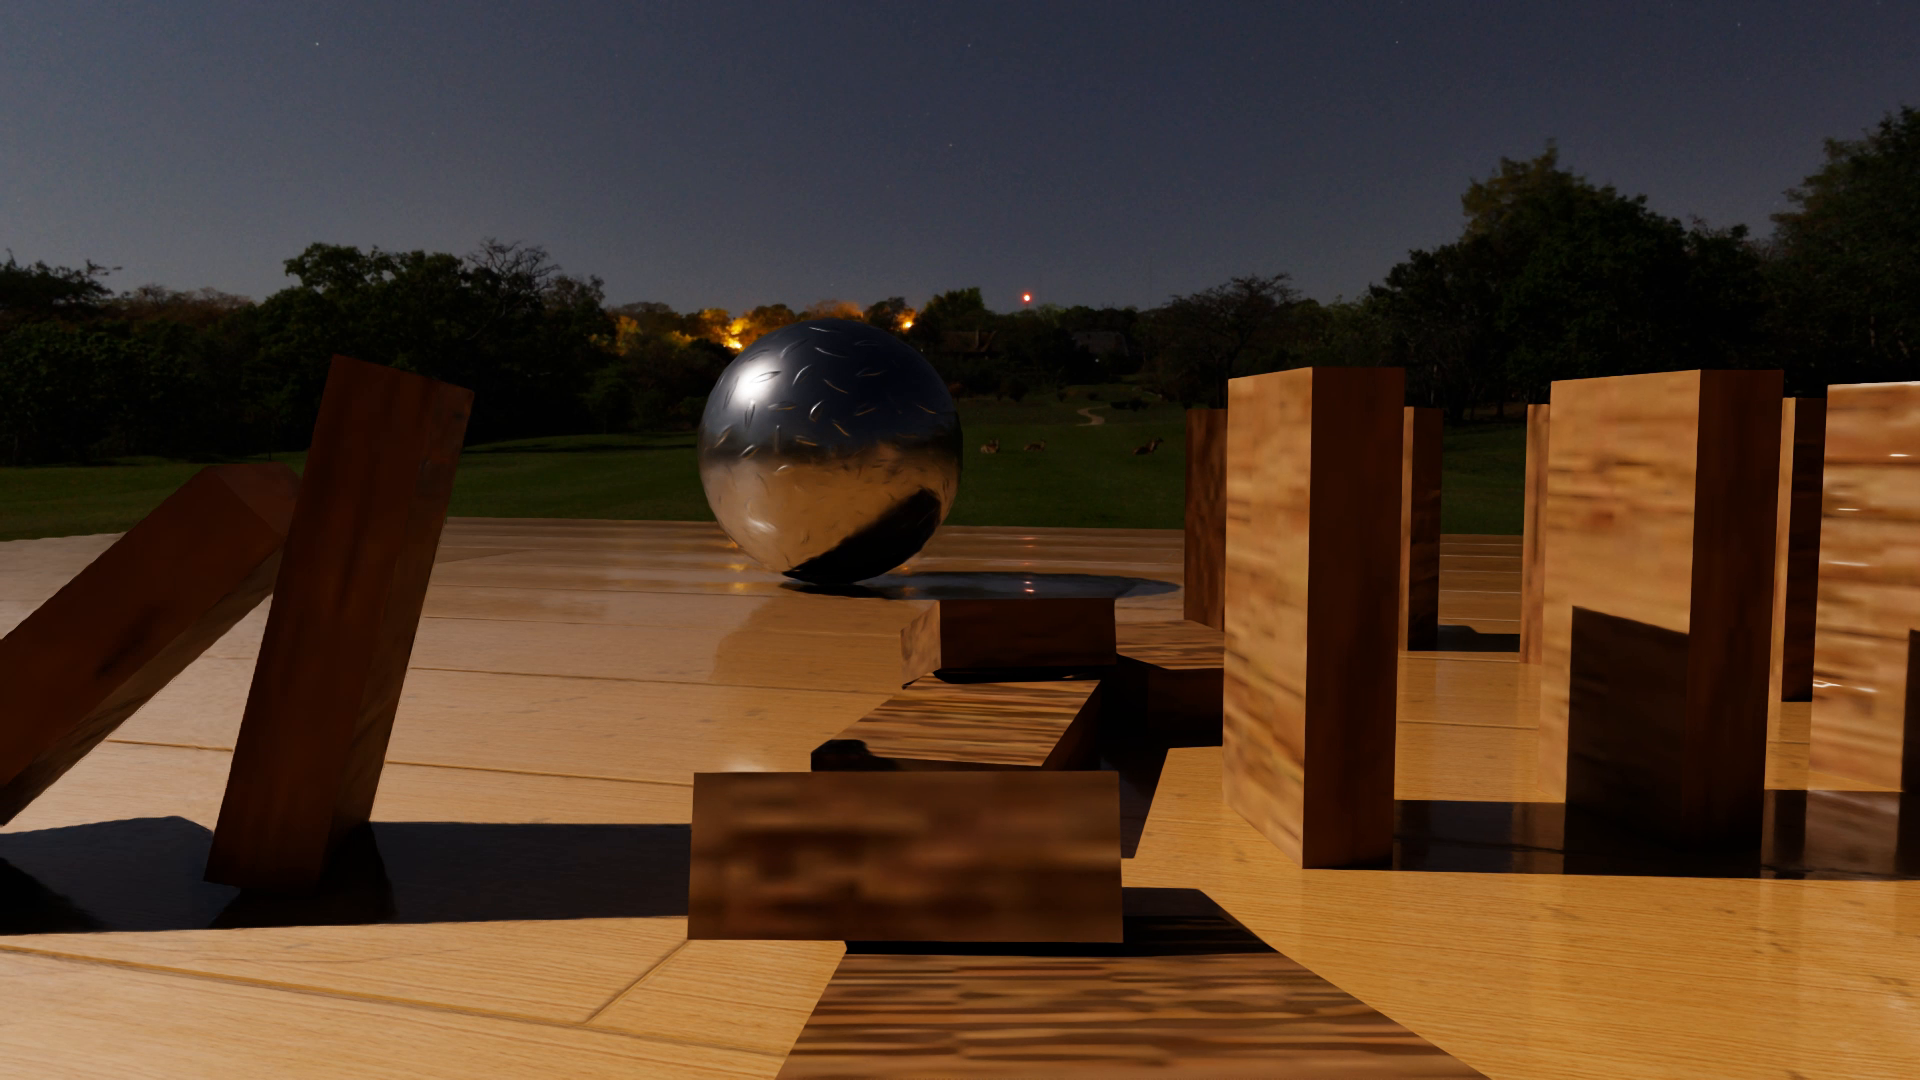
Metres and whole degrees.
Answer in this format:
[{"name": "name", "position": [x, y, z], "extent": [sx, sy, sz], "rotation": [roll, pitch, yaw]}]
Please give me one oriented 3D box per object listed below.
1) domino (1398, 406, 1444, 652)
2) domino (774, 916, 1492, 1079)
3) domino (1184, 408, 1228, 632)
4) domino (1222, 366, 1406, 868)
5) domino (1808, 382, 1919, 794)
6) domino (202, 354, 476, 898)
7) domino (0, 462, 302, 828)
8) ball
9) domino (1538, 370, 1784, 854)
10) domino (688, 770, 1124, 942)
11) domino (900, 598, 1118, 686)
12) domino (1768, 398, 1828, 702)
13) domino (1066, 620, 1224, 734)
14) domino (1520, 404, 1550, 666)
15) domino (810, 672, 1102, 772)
[{"name": "domino", "position": [0.095, -0.003, 0.275], "extent": [0.009, 0.050, 0.025], "rotation": [3, 5, 34]}, {"name": "domino", "position": [0.006, 0.027, 0.065], "extent": [0.025, 0.009, 0.050], "rotation": [0, -10, 0]}, {"name": "domino", "position": [0.056, -0.004, 0.291], "extent": [0.009, 0.050, 0.025], "rotation": [1, 4, 11]}, {"name": "domino", "position": [0.038, 0.007, 0.140], "extent": [0.009, 0.050, 0.025], "rotation": [-1, 4, -7]}, {"name": "domino", "position": [0.121, 0.006, 0.157], "extent": [0.009, 0.050, 0.025], "rotation": [-2, 5, -26]}, {"name": "domino", "position": [-0.062, 0.007, 0.131], "extent": [0.010, 0.050, 0.025], "rotation": [14, 1, -14]}, {"name": "domino", "position": [-0.086, 0.013, 0.126], "extent": [0.050, 0.010, 0.025], "rotation": [-43, 12, -7]}, {"name": "ball", "position": [-0.039, -0.027, 0.388], "extent": [0.080, 0.080, 0.080], "rotation": [0, 4, 0]}, {"name": "domino", "position": [0.078, 0.007, 0.145], "extent": [0.010, 0.050, 0.025], "rotation": [-1, 4, -9]}, {"name": "domino", "position": [-0.001, 0.023, 0.098], "extent": [0.025, 0.009, 0.050], "rotation": [-1, -12, 4]}, {"name": "domino", "position": [0.006, 0.017, 0.204], "extent": [0.025, 0.009, 0.050], "rotation": [0, -9, -9]}, {"name": "domino", "position": [0.145, 0.001, 0.220], "extent": [0.025, 0.050, 0.010], "rotation": [-2, 5, -24]}, {"name": "domino", "position": [0.036, 0.022, 0.215], "extent": [0.025, 0.010, 0.050], "rotation": [-1, 4, -10]}, {"name": "domino", "position": [0.121, -0.001, 0.253], "extent": [0.025, 0.050, 0.009], "rotation": [-4, 6, -45]}, {"name": "domino", "position": [0.002, 0.026, 0.159], "extent": [0.025, 0.010, 0.050], "rotation": [1, 4, 13]}]
